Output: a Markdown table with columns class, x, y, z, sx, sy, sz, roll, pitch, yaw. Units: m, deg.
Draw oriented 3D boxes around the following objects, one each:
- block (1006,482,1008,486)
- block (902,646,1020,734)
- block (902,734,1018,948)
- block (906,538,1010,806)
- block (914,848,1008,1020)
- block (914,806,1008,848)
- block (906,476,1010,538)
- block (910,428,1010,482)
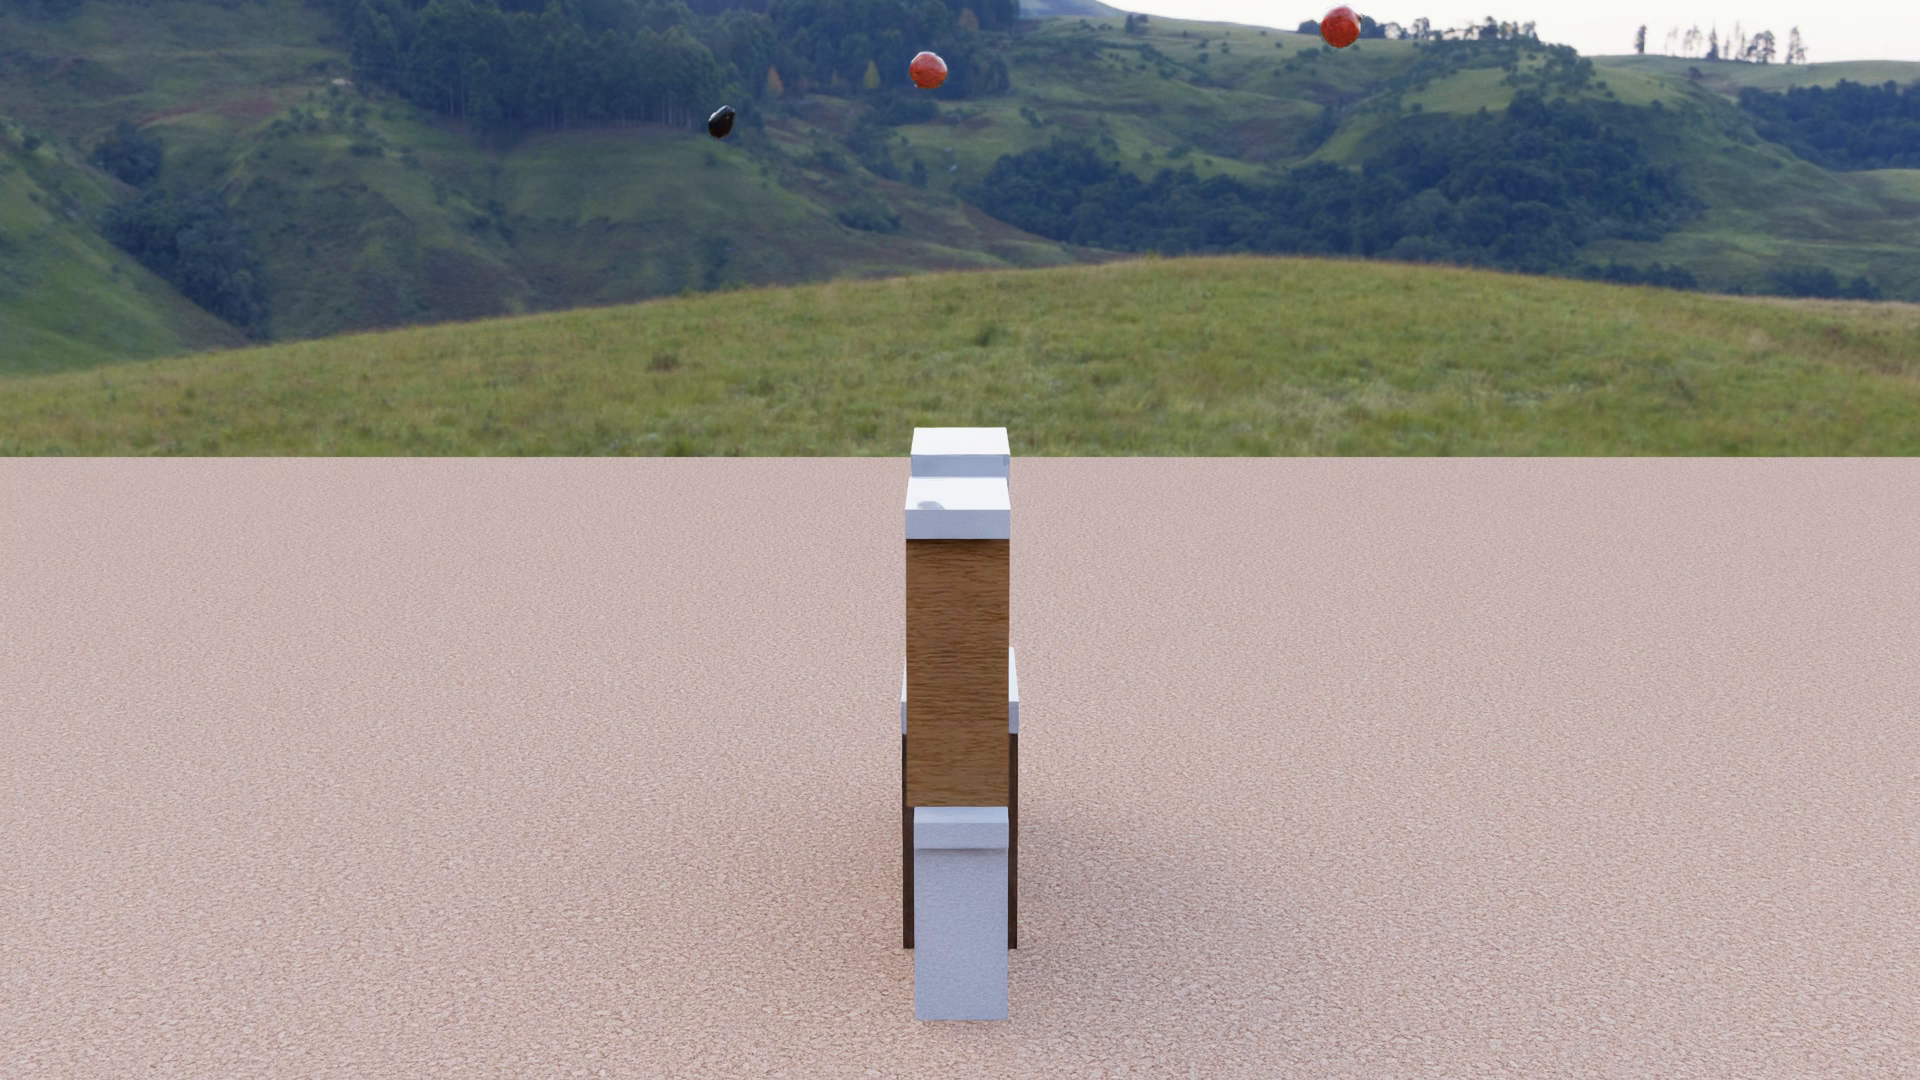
| class | x | y | z | sx | sy | sz | roll | pitch | yaw |
| --- | --- | --- | --- | --- | --- | --- | --- | --- | --- |
| block | 0.000 | 0.051 | 3.505 | 0.154 | 0.308 | 0.044 | 0 | 11 | 0 |
| block | 0.000 | 0.235 | 3.493 | 0.178 | 0.050 | 0.355 | 0 | 11 | 0 |
| block | 0.000 | 0.457 | 3.414 | 0.178 | 0.355 | 0.050 | 0 | 11 | 0 |
| block | -0.003 | 0.183 | 3.125 | 0.145 | 0.394 | 0.041 | 0 | 11 | 0 |
| block | 0.001 | 0.553 | 3.142 | 0.132 | 0.265 | 0.037 | 0 | 11 | 0 |
| block | 0.002 | 0.389 | 3.202 | 0.132 | 0.037 | 0.265 | 0 | 11 | 0 |
| block | -0.003 | -0.049 | 3.180 | 0.145 | 0.041 | 0.291 | 0 | 11 | 0 |
| block | 0.001 | -0.140 | 3.574 | 0.154 | 0.044 | 0.308 | 0 | 11 | 0 |
